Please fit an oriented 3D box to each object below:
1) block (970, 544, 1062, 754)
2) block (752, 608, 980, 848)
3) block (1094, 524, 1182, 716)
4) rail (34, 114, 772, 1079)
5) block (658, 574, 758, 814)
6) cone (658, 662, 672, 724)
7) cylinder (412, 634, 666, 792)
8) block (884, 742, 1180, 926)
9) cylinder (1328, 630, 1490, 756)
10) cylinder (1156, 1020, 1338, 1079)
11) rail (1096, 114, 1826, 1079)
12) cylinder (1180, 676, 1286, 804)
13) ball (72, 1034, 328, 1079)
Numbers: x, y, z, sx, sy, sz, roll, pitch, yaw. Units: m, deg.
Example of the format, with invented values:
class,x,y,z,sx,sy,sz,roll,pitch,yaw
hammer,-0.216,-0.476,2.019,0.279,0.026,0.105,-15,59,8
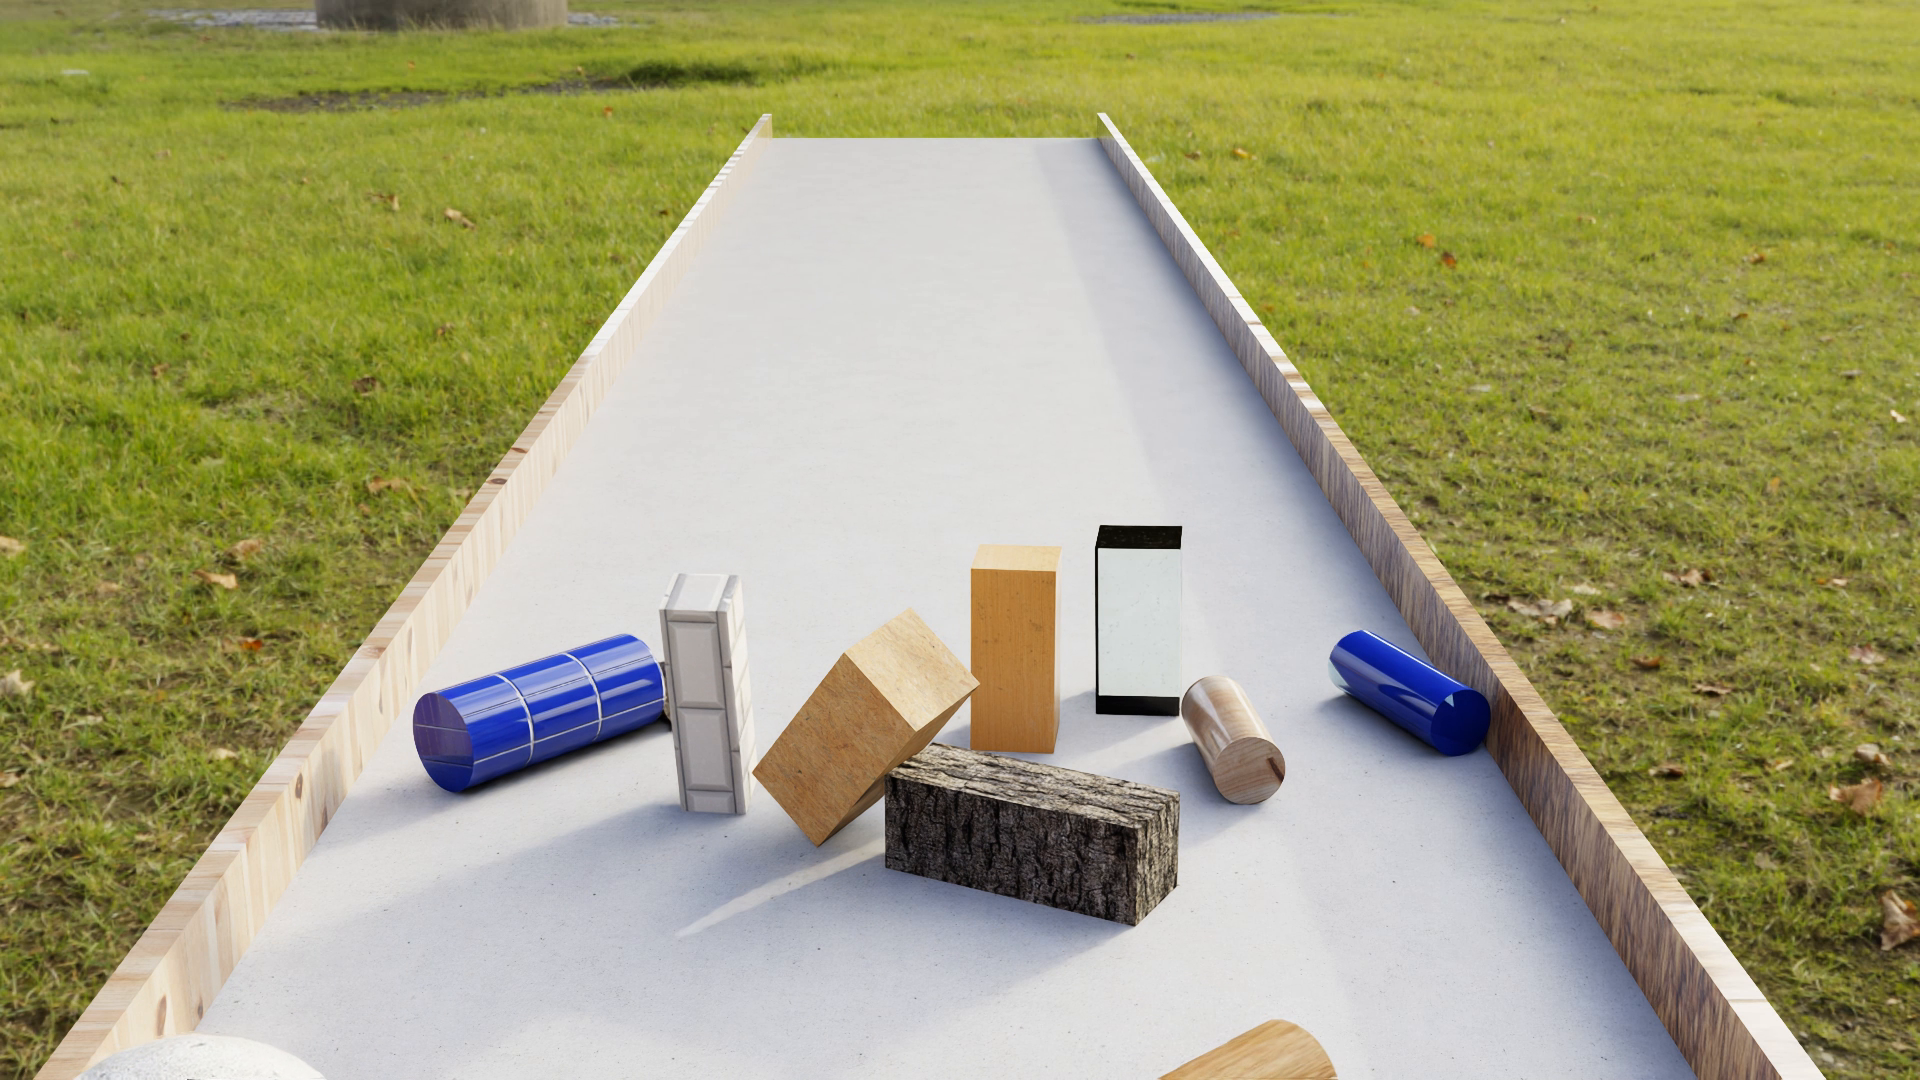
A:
class,x,y,z,sx,sy,sz,roll,pitch,yaw
block,0.102,0.195,3.970,0.150,0.343,0.150,2,17,6
block,-0.154,0.301,3.496,0.163,0.371,0.163,47,45,9
block,0.338,0.150,4.146,0.157,0.325,0.157,1,17,7
rail,-1.118,-0.838,7.780,0.050,0.150,12.000,0,17,-1
block,-0.413,0.256,3.636,0.111,0.400,0.111,2,30,6
cone,-0.646,0.276,4.187,0.388,0.129,0.129,2,14,42
cylinder,-0.742,0.301,3.903,0.177,0.177,0.420,15,22,40
block,0.110,0.453,3.427,0.432,0.159,0.159,9,19,27
cylinder,0.826,0.279,4.067,0.126,0.126,0.350,-6,18,-21
cylinder,0.291,0.698,2.621,0.332,0.147,0.147,-15,22,-41
rail,0.932,-0.844,7.801,0.050,0.150,12.000,0,17,-1
cylinder,0.475,0.346,3.847,0.123,0.123,0.302,-1,17,-5
ball,-0.775,0.695,2.212,0.387,0.387,0.387,0,17,0
